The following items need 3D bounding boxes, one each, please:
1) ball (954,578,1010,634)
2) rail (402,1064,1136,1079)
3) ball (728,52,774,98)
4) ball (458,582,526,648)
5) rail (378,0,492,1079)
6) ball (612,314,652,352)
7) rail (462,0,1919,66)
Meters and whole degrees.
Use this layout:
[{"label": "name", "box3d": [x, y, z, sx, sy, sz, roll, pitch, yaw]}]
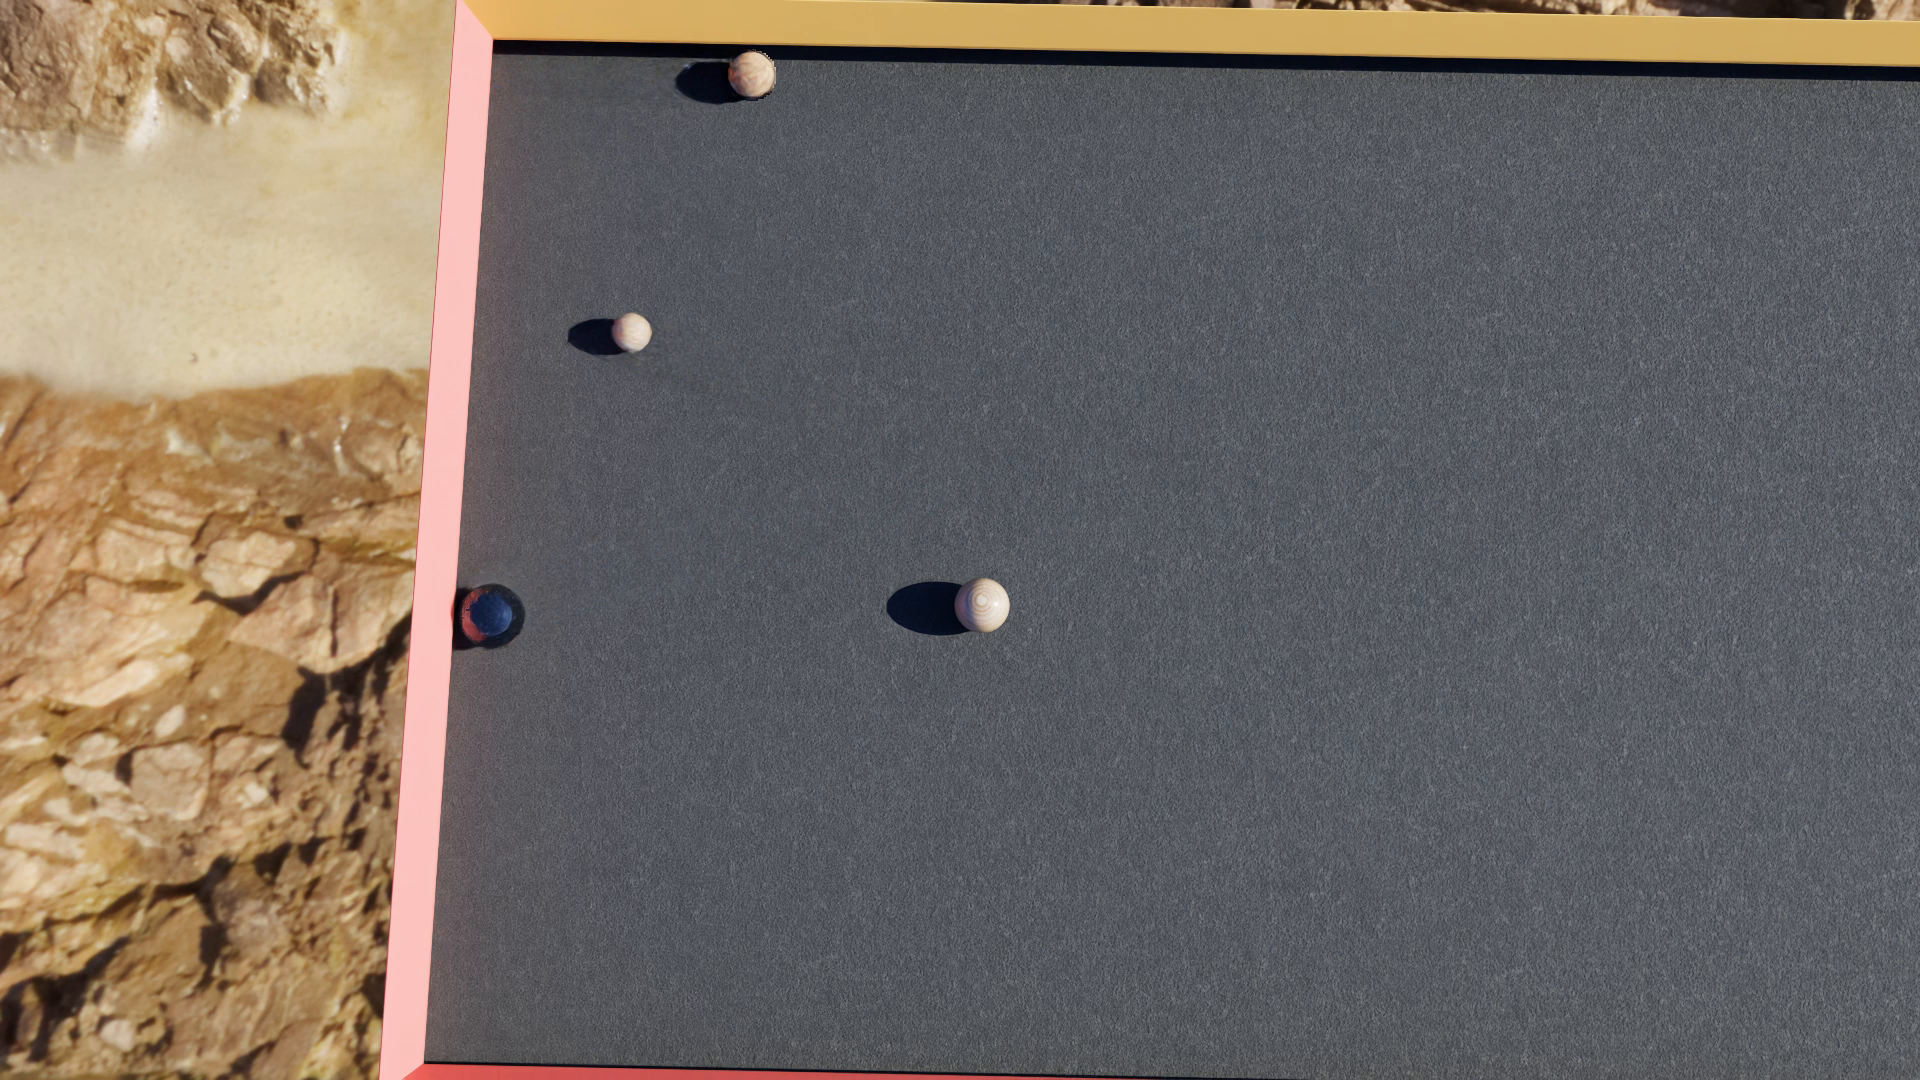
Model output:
[{"label": "ball", "box3d": [0.033, 0.097, 3.275, 0.083, 0.083, 0.083, 0, 78, 0]}, {"label": "rail", "box3d": [0.775, 0.796, 3.108, 3.168, 0.127, 0.045, 1, 78, 0]}, {"label": "ball", "box3d": [-0.328, -0.730, 3.452, 0.072, 0.072, 0.072, 0, 78, 0]}, {"label": "ball", "box3d": [-0.695, 0.113, 3.265, 0.098, 0.098, 0.098, 0, 78, 0]}, {"label": "rail", "box3d": [-0.768, -0.020, 3.276, 0.045, 0.127, 1.651, 1, 78, 0]}, {"label": "ball", "box3d": [-0.504, -0.318, 3.373, 0.060, 0.060, 0.060, 0, 78, 0]}, {"label": "rail", "box3d": [0.808, -0.774, 3.432, 3.168, 0.127, 0.045, 1, 78, 0]}]
